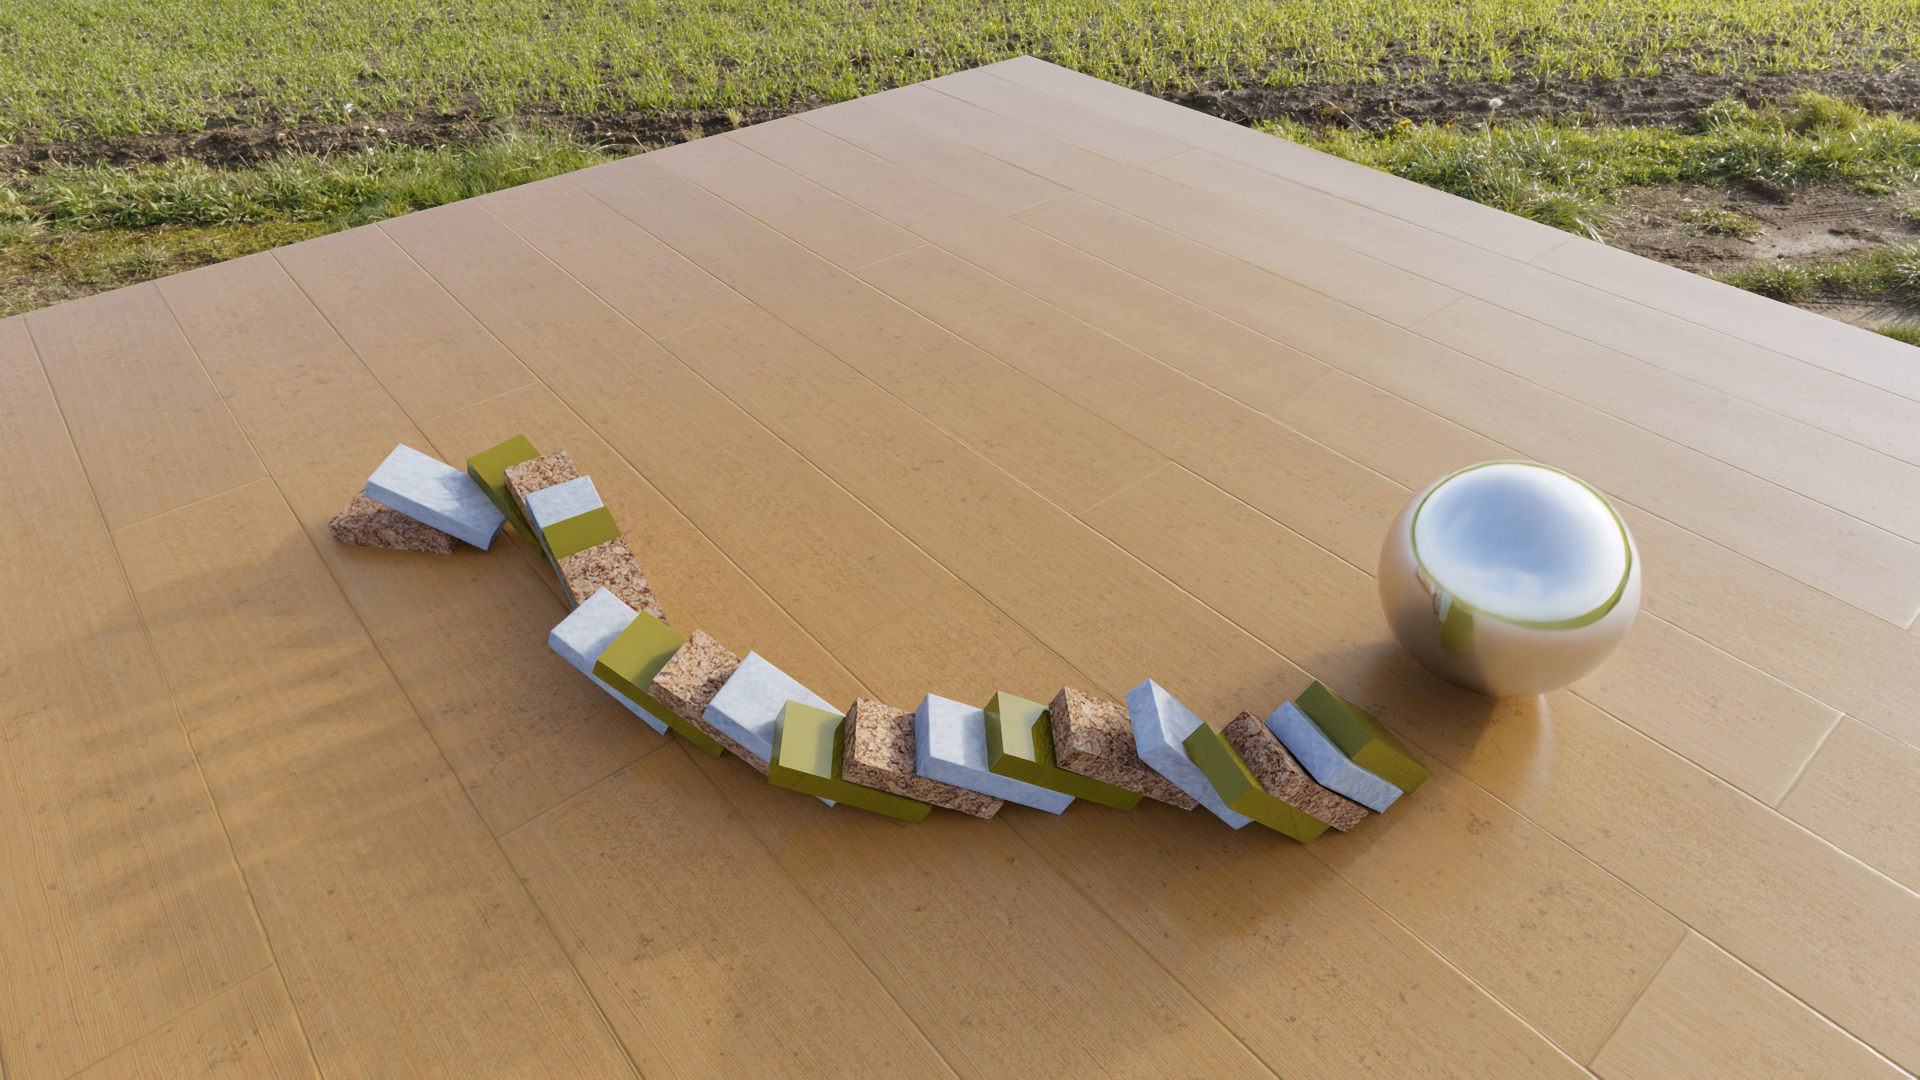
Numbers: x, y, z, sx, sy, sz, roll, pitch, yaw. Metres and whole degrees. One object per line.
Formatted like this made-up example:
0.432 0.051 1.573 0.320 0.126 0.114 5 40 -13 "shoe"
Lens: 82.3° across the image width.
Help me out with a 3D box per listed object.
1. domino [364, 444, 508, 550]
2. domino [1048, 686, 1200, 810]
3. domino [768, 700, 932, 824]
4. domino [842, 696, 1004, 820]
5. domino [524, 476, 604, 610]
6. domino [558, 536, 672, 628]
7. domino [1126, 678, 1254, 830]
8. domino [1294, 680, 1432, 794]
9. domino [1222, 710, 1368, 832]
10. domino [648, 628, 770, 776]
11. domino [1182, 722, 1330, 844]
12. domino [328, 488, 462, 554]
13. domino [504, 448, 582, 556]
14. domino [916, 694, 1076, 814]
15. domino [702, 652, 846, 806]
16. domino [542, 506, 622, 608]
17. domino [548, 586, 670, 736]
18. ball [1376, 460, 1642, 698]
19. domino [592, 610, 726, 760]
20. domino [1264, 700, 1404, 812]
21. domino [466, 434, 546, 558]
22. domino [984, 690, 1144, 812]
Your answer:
-0.209 -0.017 0.444 0.050 0.010 0.025 26 39 -13 "domino"
0.053 0.065 0.345 0.050 0.010 0.025 22 35 -20 "domino"
-0.033 0.069 0.342 0.050 0.009 0.025 20 38 -18 "domino"
-0.011 0.068 0.343 0.050 0.010 0.025 20 37 -19 "domino"
-0.146 0.001 0.424 0.025 0.010 0.050 -22 71 -27 "domino"
-0.122 0.025 0.396 0.025 0.009 0.050 -24 72 -26 "domino"
0.071 0.066 0.337 0.010 0.050 0.025 -37 32 24 "domino"
0.126 0.062 0.342 0.009 0.050 0.025 -49 45 12 "domino"
0.102 0.070 0.332 0.009 0.050 0.025 -47 42 14 "domino"
-0.074 0.054 0.361 0.050 0.010 0.025 35 45 -1 "domino"
0.089 0.073 0.328 0.009 0.050 0.025 -47 42 14 "domino"
-0.228 -0.008 0.453 0.050 0.010 0.025 5 40 6 "domino"
-0.158 -0.011 0.439 0.025 0.010 0.050 -26 73 -31 "domino"
0.011 0.067 0.344 0.050 0.010 0.025 20 36 -19 "domino"
-0.054 0.060 0.353 0.050 0.010 0.025 35 45 -1 "domino"
-0.134 0.014 0.410 0.025 0.010 0.050 -23 71 -26 "domino"
-0.112 0.041 0.376 0.050 0.010 0.025 38 48 2 "domino"
0.184 0.013 0.372 0.080 0.080 0.080 0 39 0 "ball"
-0.094 0.048 0.367 0.050 0.010 0.025 35 46 -1 "domino"
0.115 0.067 0.336 0.009 0.050 0.025 -49 46 12 "domino"
-0.175 -0.018 0.450 0.050 0.010 0.025 46 54 12 "domino"
0.033 0.066 0.346 0.050 0.010 0.025 20 35 -18 "domino"
